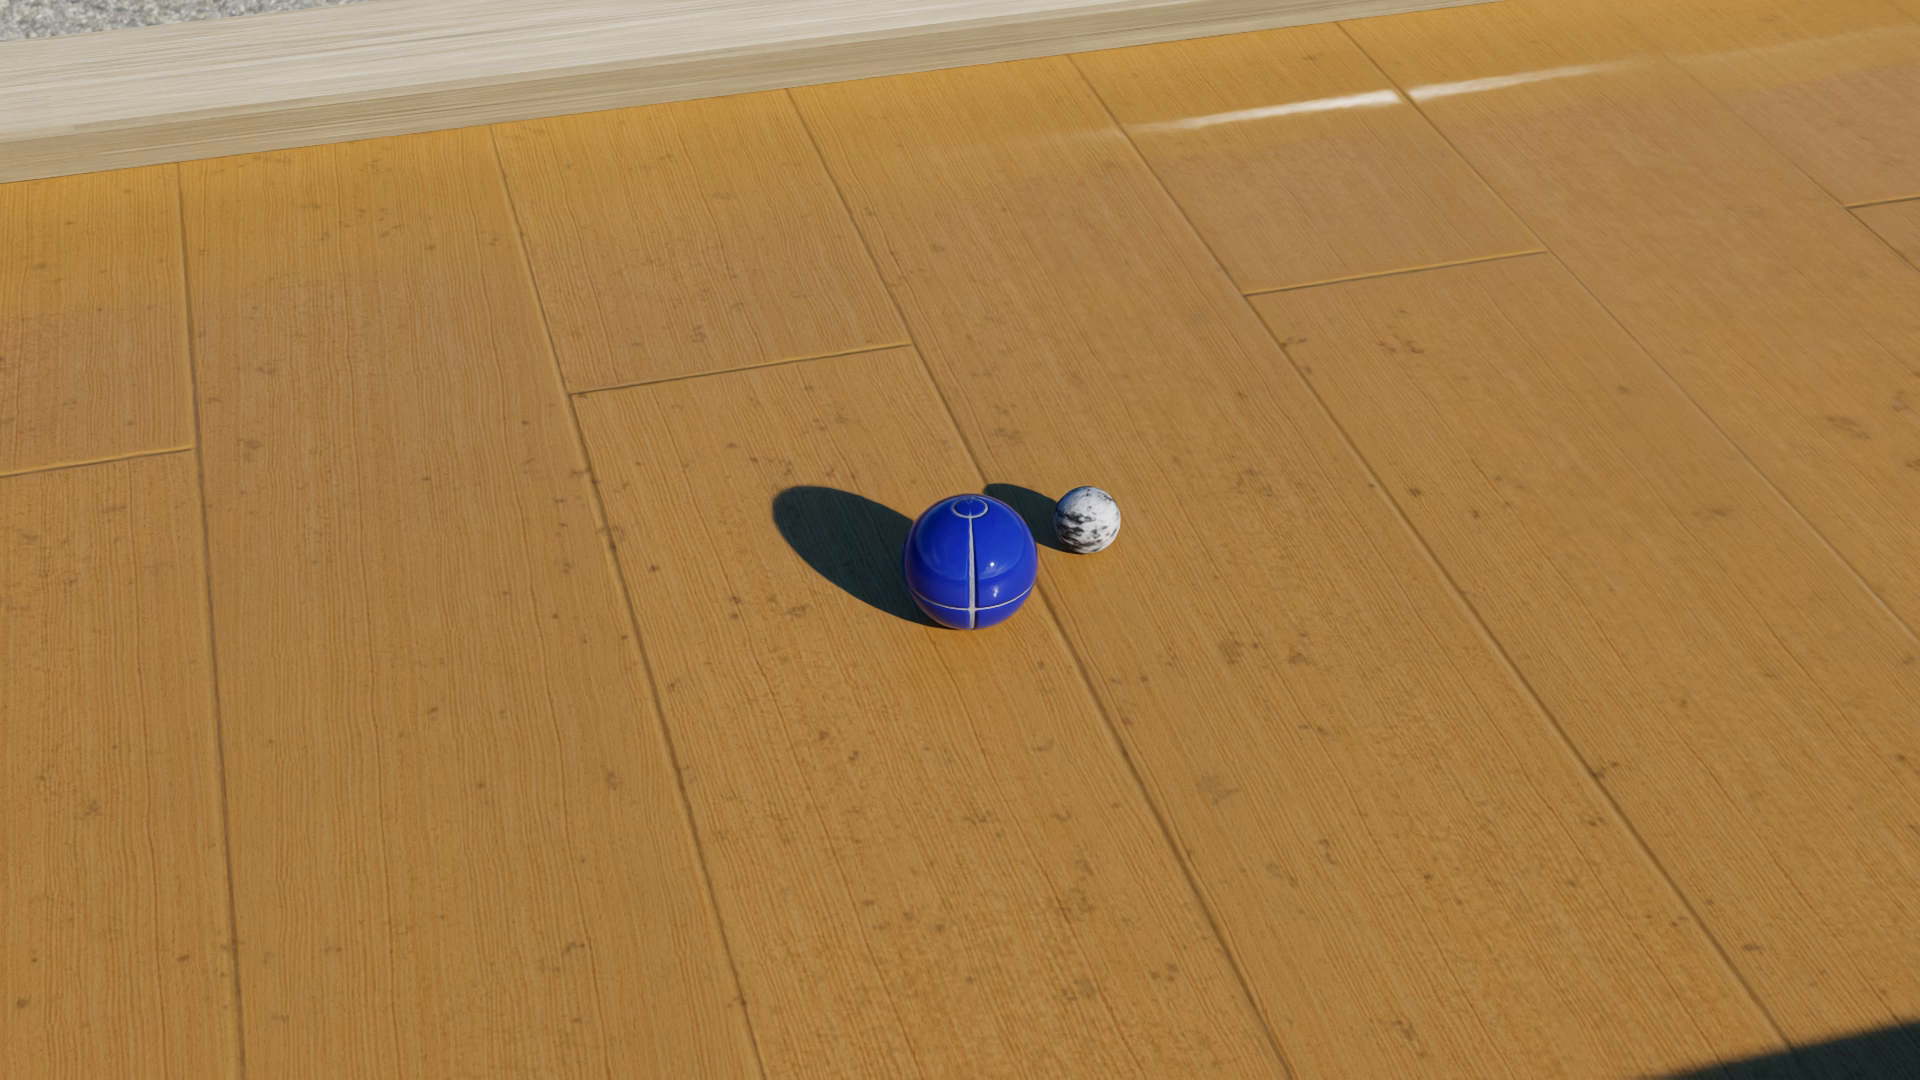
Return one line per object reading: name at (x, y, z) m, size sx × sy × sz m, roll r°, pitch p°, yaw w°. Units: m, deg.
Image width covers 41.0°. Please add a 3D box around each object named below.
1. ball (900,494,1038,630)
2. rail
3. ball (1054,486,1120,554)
ball at (0.006, 0.013, 1.554) m, size 0.083 × 0.083 × 0.083 m, roll 0°, pitch 36°, yaw 0°
rail at (0.470, -0.519, 2.263) m, size 2.726 × 0.116 × 0.045 m, roll -9°, pitch 37°, yaw -13°
ball at (0.080, -0.013, 1.624) m, size 0.043 × 0.043 × 0.043 m, roll 0°, pitch 36°, yaw 0°
